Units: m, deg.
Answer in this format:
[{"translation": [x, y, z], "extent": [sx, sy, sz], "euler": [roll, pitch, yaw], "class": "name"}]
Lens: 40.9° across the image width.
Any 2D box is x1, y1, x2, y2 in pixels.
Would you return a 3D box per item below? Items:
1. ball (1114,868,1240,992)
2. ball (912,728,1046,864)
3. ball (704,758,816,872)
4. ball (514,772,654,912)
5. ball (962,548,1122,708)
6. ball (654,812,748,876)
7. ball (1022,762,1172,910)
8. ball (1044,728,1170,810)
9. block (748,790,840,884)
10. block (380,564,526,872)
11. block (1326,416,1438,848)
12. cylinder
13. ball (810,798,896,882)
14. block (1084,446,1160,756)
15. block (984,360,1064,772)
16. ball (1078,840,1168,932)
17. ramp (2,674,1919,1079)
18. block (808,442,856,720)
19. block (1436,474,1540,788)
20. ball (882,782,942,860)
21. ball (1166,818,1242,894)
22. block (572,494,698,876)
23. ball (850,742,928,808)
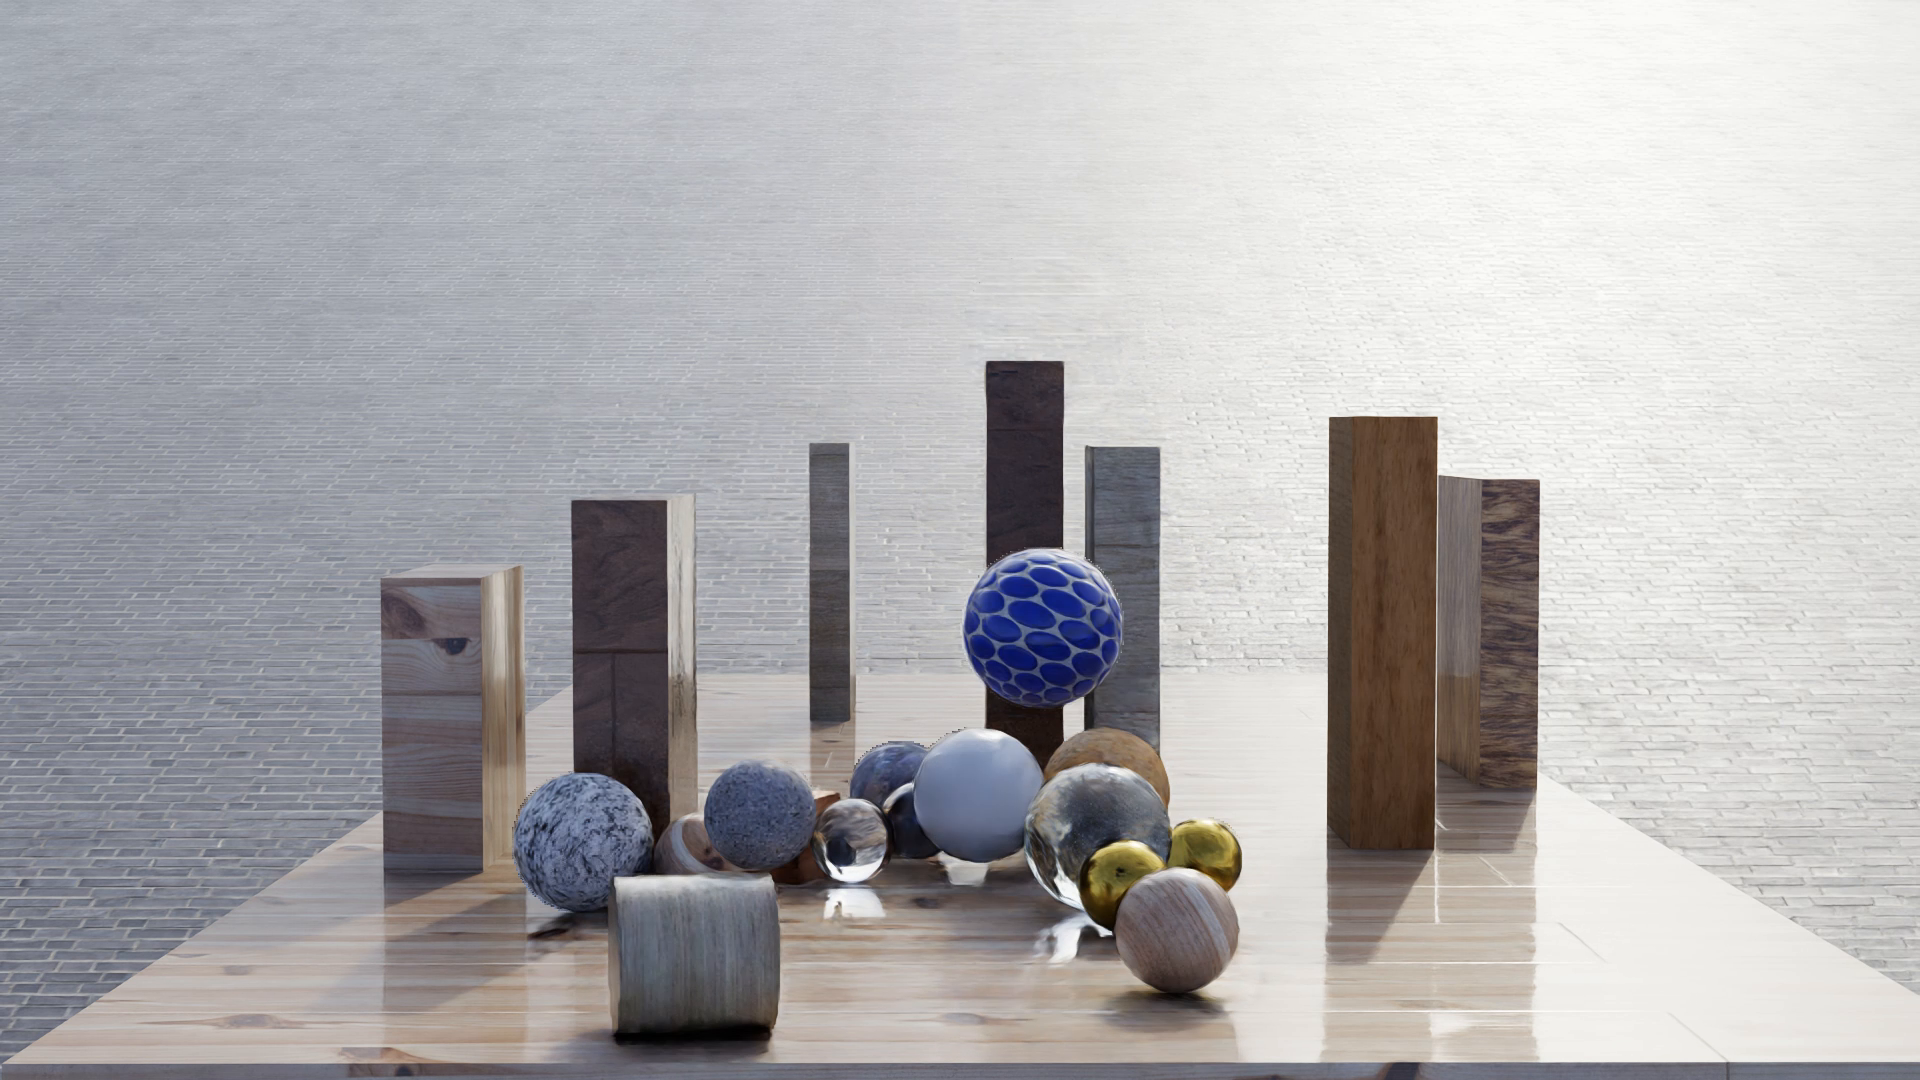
[{"translation": [0.240, 0.432, 2.855], "extent": [0.138, 0.138, 0.138], "euler": [0, 23, 0], "class": "ball"}, {"translation": [0.028, 0.360, 3.624], "extent": [0.189, 0.189, 0.189], "euler": [0, 23, 0], "class": "ball"}, {"translation": [-0.216, 0.297, 2.788], "extent": [0.122, 0.122, 0.122], "euler": [0, 23, 0], "class": "ball"}, {"translation": [-0.488, 0.391, 3.336], "extent": [0.180, 0.180, 0.180], "euler": [0, 23, 0], "class": "ball"}, {"translation": [0.091, 0.096, 2.824], "extent": [0.175, 0.175, 0.175], "euler": [0, 23, 0], "class": "ball"}, {"translation": [-0.335, 0.414, 3.331], "extent": [0.123, 0.123, 0.123], "euler": [0, 23, 0], "class": "ball"}, {"translation": [0.178, 0.384, 3.333], "extent": [0.193, 0.193, 0.193], "euler": [0, 23, 0], "class": "ball"}, {"translation": [0.212, 0.368, 3.756], "extent": [0.189, 0.189, 0.189], "euler": [0, 23, 0], "class": "ball"}, {"translation": [-0.245, 0.413, 3.601], "extent": [0.113, 0.113, 0.113], "euler": [1, 3, 28], "class": "block"}, {"translation": [-0.743, 0.253, 3.800], "extent": [0.141, 0.416, 0.363], "euler": [0, 2, 0], "class": "block"}, {"translation": [0.643, 0.133, 3.934], "extent": [0.126, 0.642, 0.243], "euler": [0, 2, 0], "class": "block"}, {"translation": [-0.278, 0.428, 2.667], "extent": [0.162, 0.162, 0.162], "euler": [0, 23, -12], "class": "cylinder"}, {"translation": [-0.147, 0.413, 3.541], "extent": [0.117, 0.117, 0.117], "euler": [0, 23, 0], "class": "ball"}, {"translation": [0.249, 0.153, 3.979], "extent": [0.098, 0.598, 0.278], "euler": [0, 2, 0], "class": "block"}, {"translation": [0.114, 0.051, 4.669], "extent": [0.135, 0.743, 0.312], "euler": [0, 2, 0], "class": "block"}, {"translation": [0.204, 0.429, 3.187], "extent": [0.116, 0.116, 0.116], "euler": [0, 23, 0], "class": "ball"}, {"translation": [0.053, 0.479, 4.537], "extent": [2.000, 0.100, 4.000], "euler": [0, 2, 0], "class": "ramp"}, {"translation": [-0.279, 0.083, 5.664], "extent": [0.086, 0.595, 0.325], "euler": [0, 2, 0], "class": "block"}, {"translation": [0.954, 0.154, 4.669], "extent": [0.101, 0.537, 0.408], "euler": [0, 2, 0], "class": "block"}, {"translation": [-0.060, 0.407, 3.737], "extent": [0.113, 0.113, 0.113], "euler": [0, 23, 0], "class": "ball"}, {"translation": [0.318, 0.422, 3.397], "extent": [0.111, 0.111, 0.111], "euler": [0, 23, 0], "class": "ball"}, {"translation": [-0.451, 0.204, 3.605], "extent": [0.127, 0.530, 0.373], "euler": [0, 2, 0], "class": "block"}, {"translation": [-0.089, 0.381, 3.866], "extent": [0.154, 0.154, 0.154], "euler": [0, 23, 0], "class": "ball"}]
